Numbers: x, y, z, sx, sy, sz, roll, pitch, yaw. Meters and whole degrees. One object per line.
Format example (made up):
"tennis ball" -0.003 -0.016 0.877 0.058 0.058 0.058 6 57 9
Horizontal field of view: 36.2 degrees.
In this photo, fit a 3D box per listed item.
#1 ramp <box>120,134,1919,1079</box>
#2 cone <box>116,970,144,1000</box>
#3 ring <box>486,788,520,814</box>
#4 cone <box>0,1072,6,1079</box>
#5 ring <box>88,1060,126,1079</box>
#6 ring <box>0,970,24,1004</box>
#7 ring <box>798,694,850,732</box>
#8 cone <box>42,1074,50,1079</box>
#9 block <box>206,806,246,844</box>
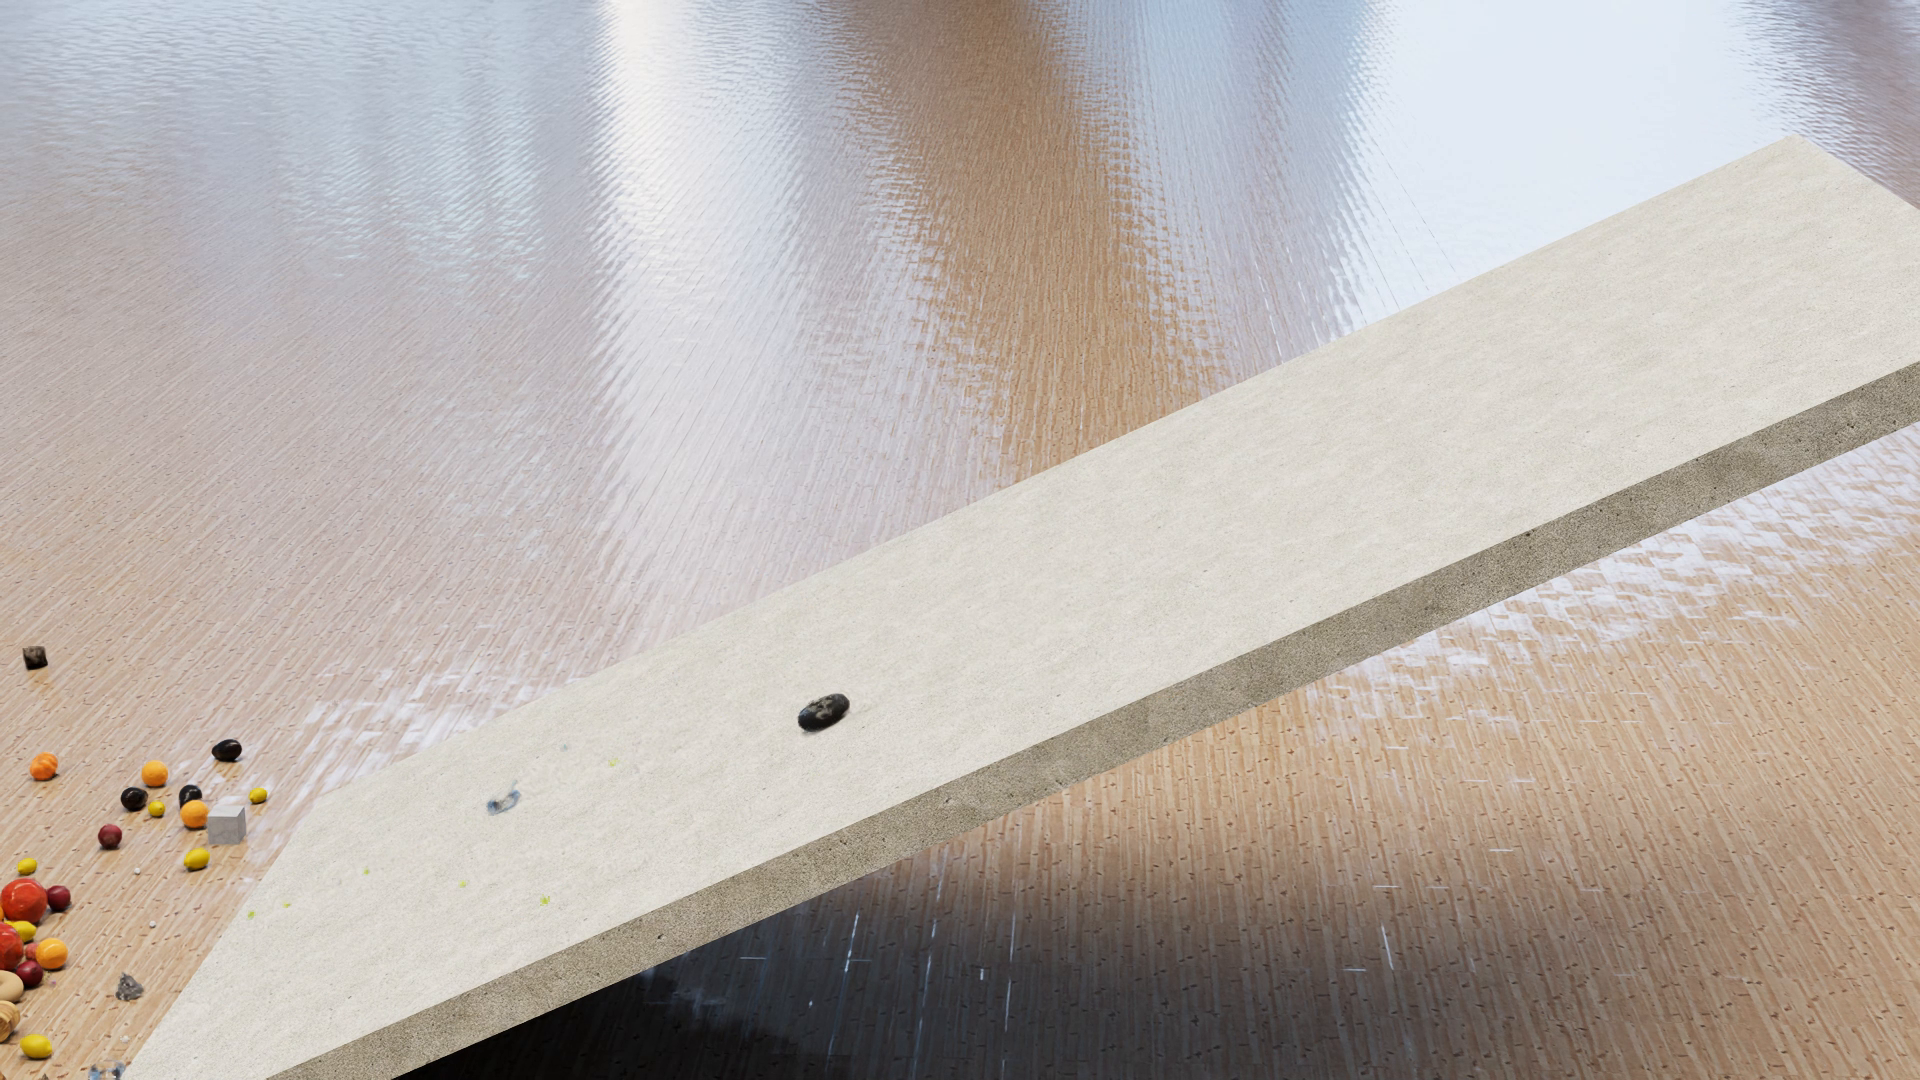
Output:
"ramp" 0.136 0.169 6.282 4.000 0.100 2.000 -24 13 9
"cone" -1.867 0.988 6.586 0.061 0.061 0.061 -4 31 3
"ring" -1.023 0.587 6.598 0.083 0.028 0.083 -25 14 7
"cone" -2.031 1.107 6.141 0.090 0.090 0.090 0 16 0
"ring" -1.798 1.123 6.204 0.080 0.027 0.080 1 18 0
"ring" -2.169 1.007 6.570 0.149 0.050 0.149 1 17 0
"ring" -0.280 0.355 6.054 0.116 0.039 0.116 -24 14 6
"cone" -1.904 1.132 6.125 0.051 0.051 0.051 0 16 0
"block" -1.870 0.727 7.501 0.077 0.077 0.077 0 16 1
